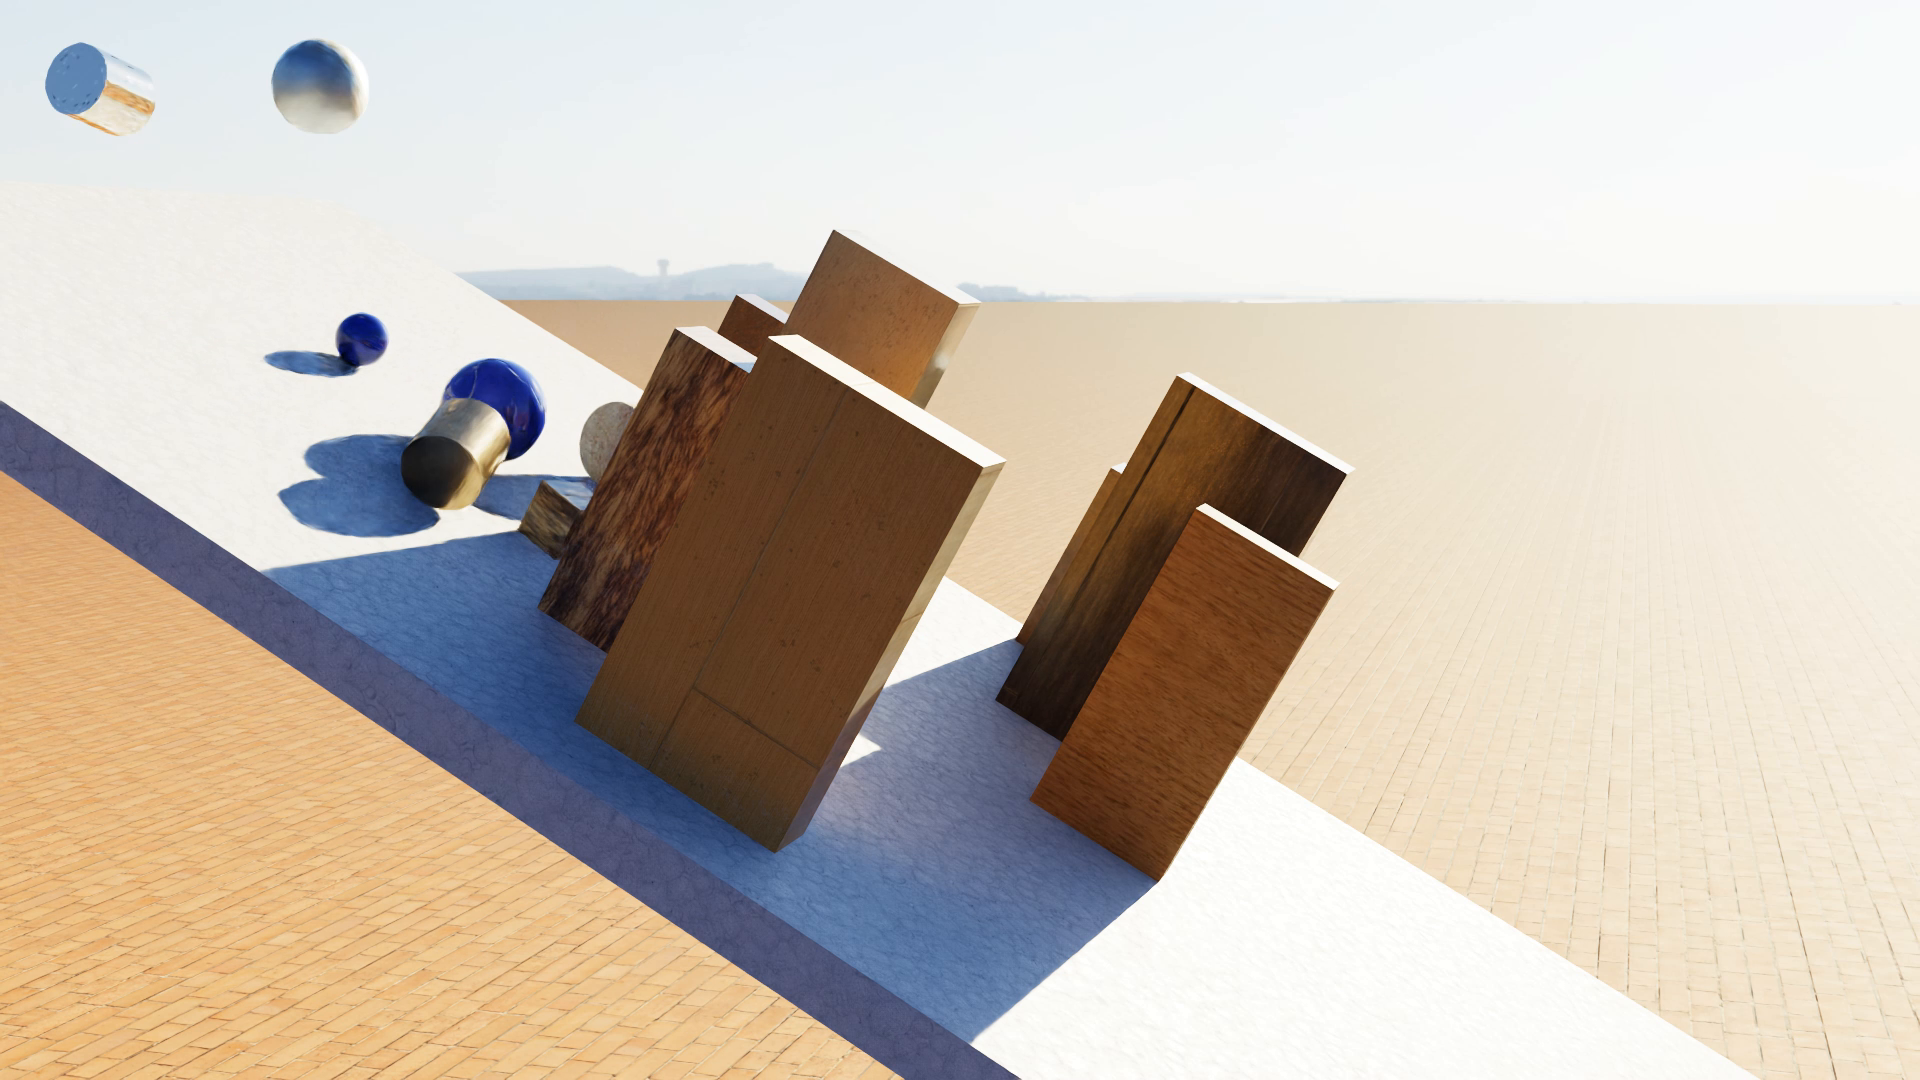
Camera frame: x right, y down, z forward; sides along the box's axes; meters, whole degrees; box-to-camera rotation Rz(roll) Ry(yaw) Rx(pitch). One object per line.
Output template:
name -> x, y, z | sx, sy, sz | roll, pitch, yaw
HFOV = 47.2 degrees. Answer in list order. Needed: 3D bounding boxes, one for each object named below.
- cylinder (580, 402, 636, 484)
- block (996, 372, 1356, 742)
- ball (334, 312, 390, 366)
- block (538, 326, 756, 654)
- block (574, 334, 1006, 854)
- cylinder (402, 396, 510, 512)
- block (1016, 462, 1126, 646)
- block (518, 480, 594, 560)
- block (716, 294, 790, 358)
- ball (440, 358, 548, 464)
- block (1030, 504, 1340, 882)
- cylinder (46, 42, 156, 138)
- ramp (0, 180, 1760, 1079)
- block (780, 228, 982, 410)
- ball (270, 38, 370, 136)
cylinder -> -0.651, -0.188, 4.477 | 0.175, 0.175, 0.175 | 4, 0, 28
block -> 0.424, 0.093, 4.401 | 0.382, 0.761, 0.120 | 31, 15, 11
ball -> -1.193, -0.400, 4.389 | 0.108, 0.108, 0.108 | 0, 7, 0
block -> -0.430, -0.035, 3.679 | 0.342, 0.542, 0.122 | 31, 15, 11
block -> -0.262, 0.081, 3.319 | 0.377, 0.676, 0.119 | 31, 15, 11
cylinder -> -0.900, -0.155, 3.929 | 0.150, 0.150, 0.150 | 1, 32, 8
block -> 0.357, 0.093, 4.903 | 0.266, 0.451, 0.129 | 31, 15, 11
block -> -0.716, -0.034, 4.022 | 0.107, 0.107, 0.107 | 36, 16, 28
block -> -0.414, -0.190, 4.322 | 0.290, 0.505, 0.092 | 31, 15, 11
ball -> -0.896, -0.248, 4.224 | 0.205, 0.205, 0.205 | 0, 7, 0
block -> 0.402, 0.278, 3.984 | 0.280, 0.629, 0.084 | 31, 15, 11
cylinder -> -1.740, -0.911, 4.458 | 0.149, 0.149, 0.149 | 2, -6, 19
ramp -> -0.202, 0.334, 4.137 | 4.000, 0.100, 2.000 | 31, 15, 11
block -> -0.271, -0.114, 3.734 | 0.249, 0.797, 0.121 | 31, 15, 11
ball -> -1.288, -0.913, 4.430 | 0.192, 0.192, 0.192 | 0, 7, 0
